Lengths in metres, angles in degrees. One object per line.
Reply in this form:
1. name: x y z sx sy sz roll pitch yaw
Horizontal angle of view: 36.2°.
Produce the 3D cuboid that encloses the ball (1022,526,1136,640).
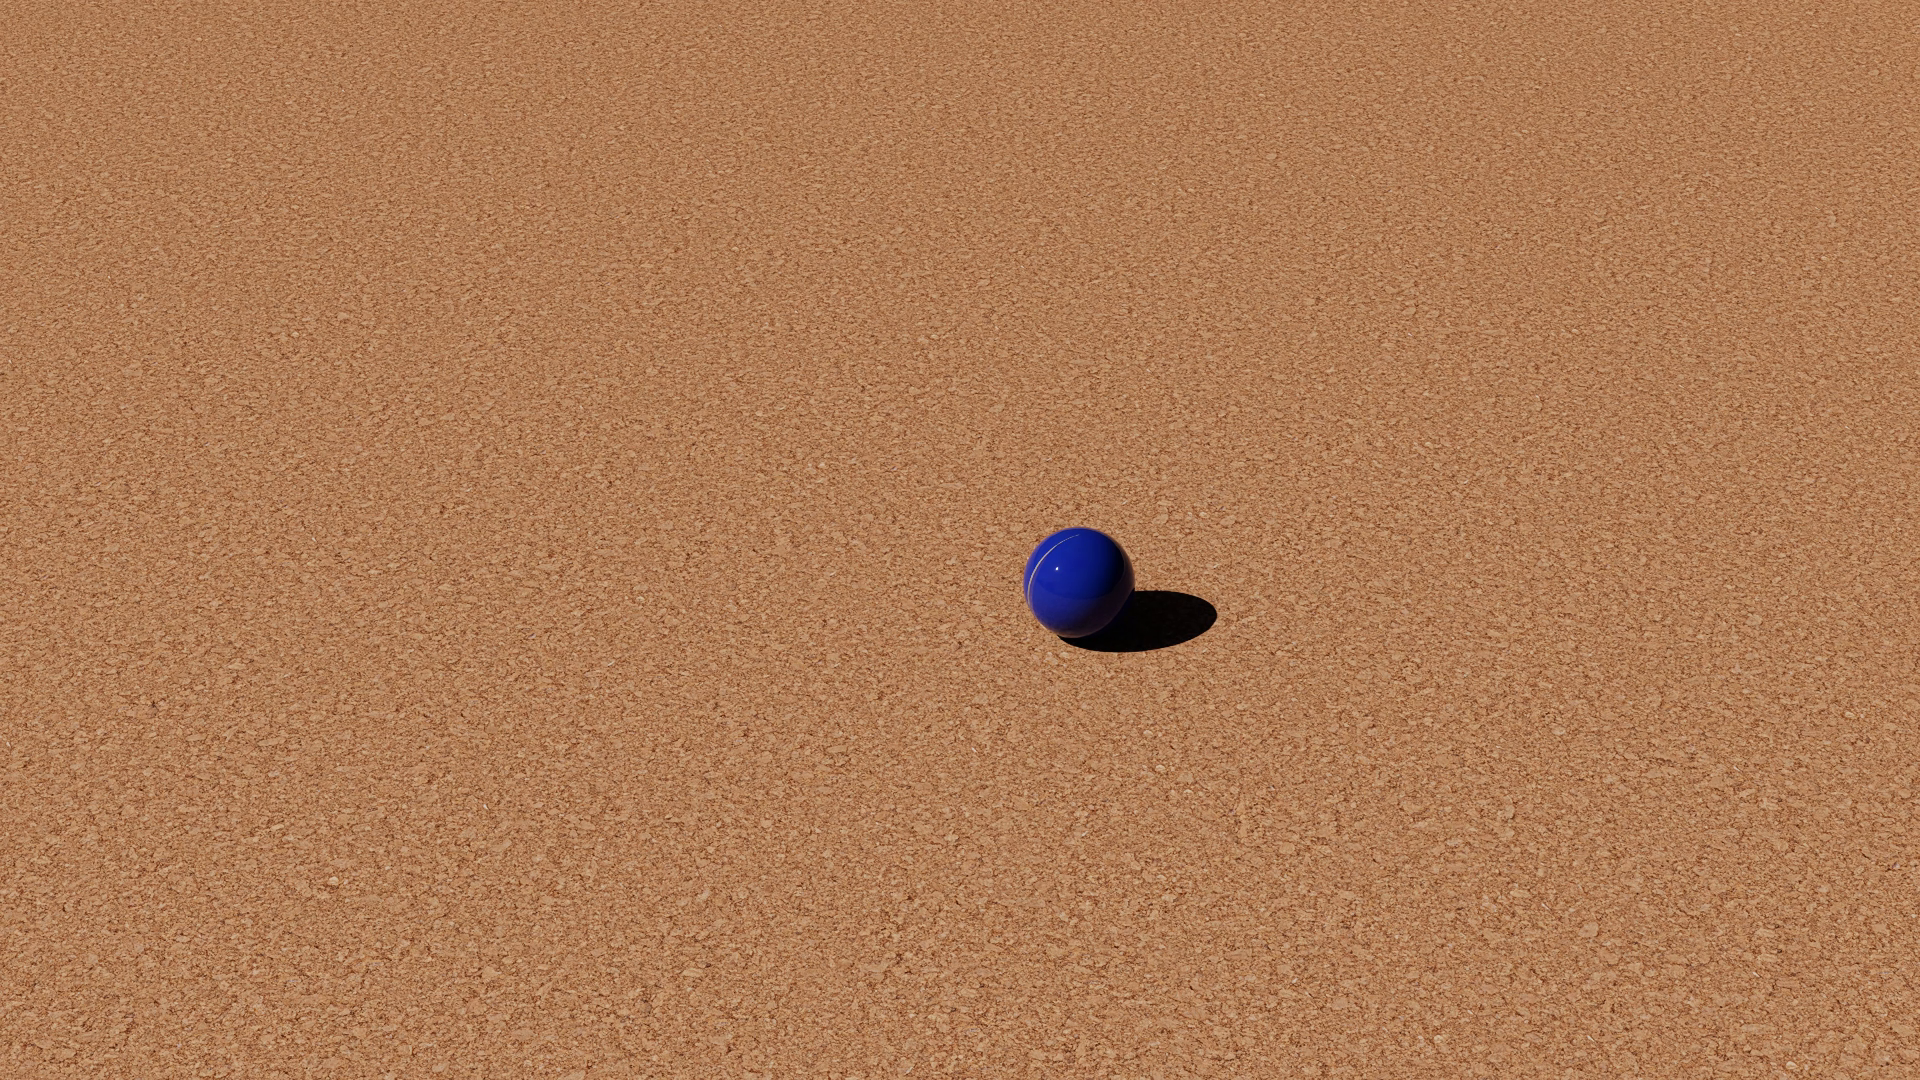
1. ball: 0.068 0.024 1.676 0.064 0.064 0.064 0 31 0
